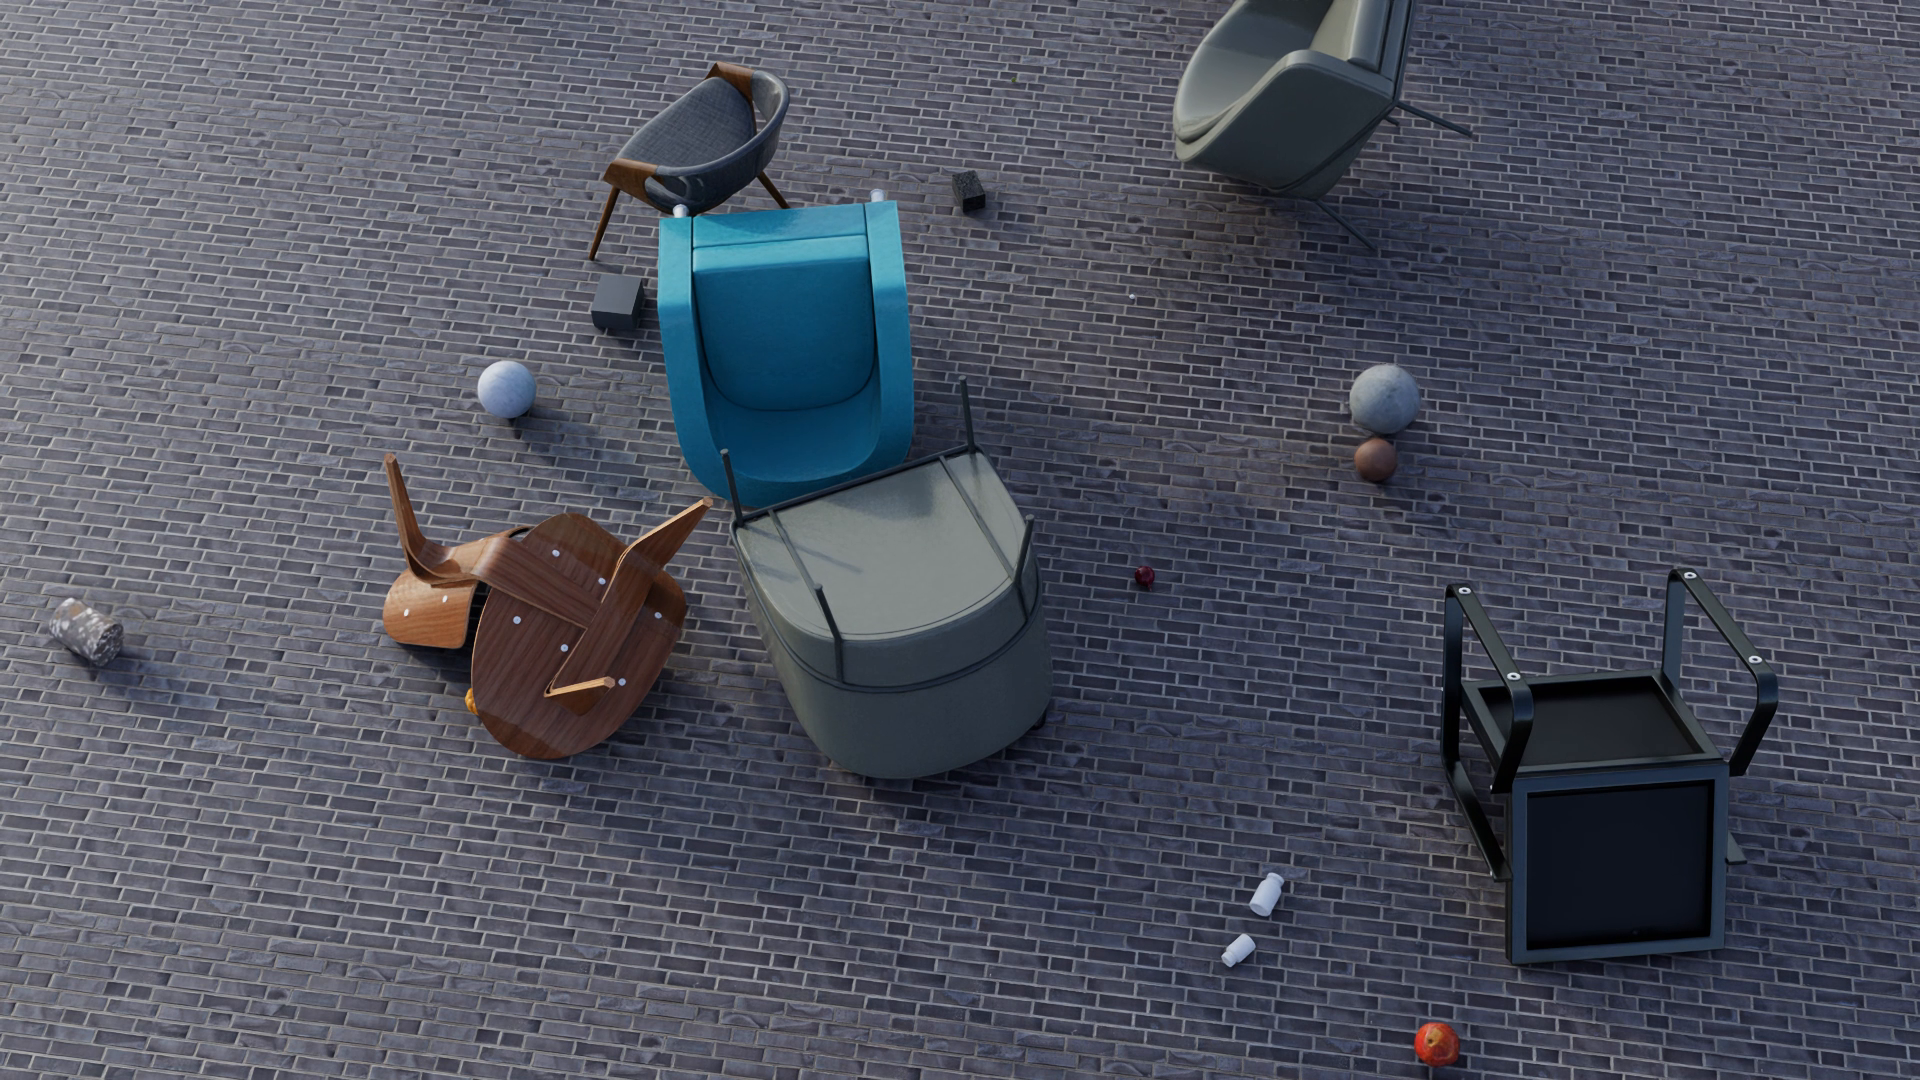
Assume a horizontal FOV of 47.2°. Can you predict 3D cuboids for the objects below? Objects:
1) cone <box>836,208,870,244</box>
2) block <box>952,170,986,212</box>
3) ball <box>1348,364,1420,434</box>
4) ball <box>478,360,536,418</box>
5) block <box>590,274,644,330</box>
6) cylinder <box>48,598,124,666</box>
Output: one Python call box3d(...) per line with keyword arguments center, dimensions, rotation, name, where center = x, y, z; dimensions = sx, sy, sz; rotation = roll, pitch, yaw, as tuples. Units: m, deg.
box3d(center=(-0.372, -1.003, 7.222), dimensions=(0.095, 0.094, 0.162), rotation=(-34, 65, 9), name="cone")
box3d(center=(0.029, -1.160, 7.314), dimensions=(0.079, 0.064, 0.115), rotation=(-15, 57, -10), name="block")
box3d(center=(1.299, -0.430, 6.734), dimensions=(0.213, 0.213, 0.213), rotation=(0, 56, 0), name="ball")
box3d(center=(-1.396, -0.463, 6.777), dimensions=(0.179, 0.179, 0.179), rotation=(0, 56, 0), name="ball")
box3d(center=(-1.095, -0.762, 7.038), dimensions=(0.131, 0.078, 0.154), rotation=(6, 56, 4), name="block")
box3d(center=(-2.512, 0.264, 6.324), dimensions=(0.172, 0.113, 0.134), rotation=(26, 97, 16), name="cylinder")
